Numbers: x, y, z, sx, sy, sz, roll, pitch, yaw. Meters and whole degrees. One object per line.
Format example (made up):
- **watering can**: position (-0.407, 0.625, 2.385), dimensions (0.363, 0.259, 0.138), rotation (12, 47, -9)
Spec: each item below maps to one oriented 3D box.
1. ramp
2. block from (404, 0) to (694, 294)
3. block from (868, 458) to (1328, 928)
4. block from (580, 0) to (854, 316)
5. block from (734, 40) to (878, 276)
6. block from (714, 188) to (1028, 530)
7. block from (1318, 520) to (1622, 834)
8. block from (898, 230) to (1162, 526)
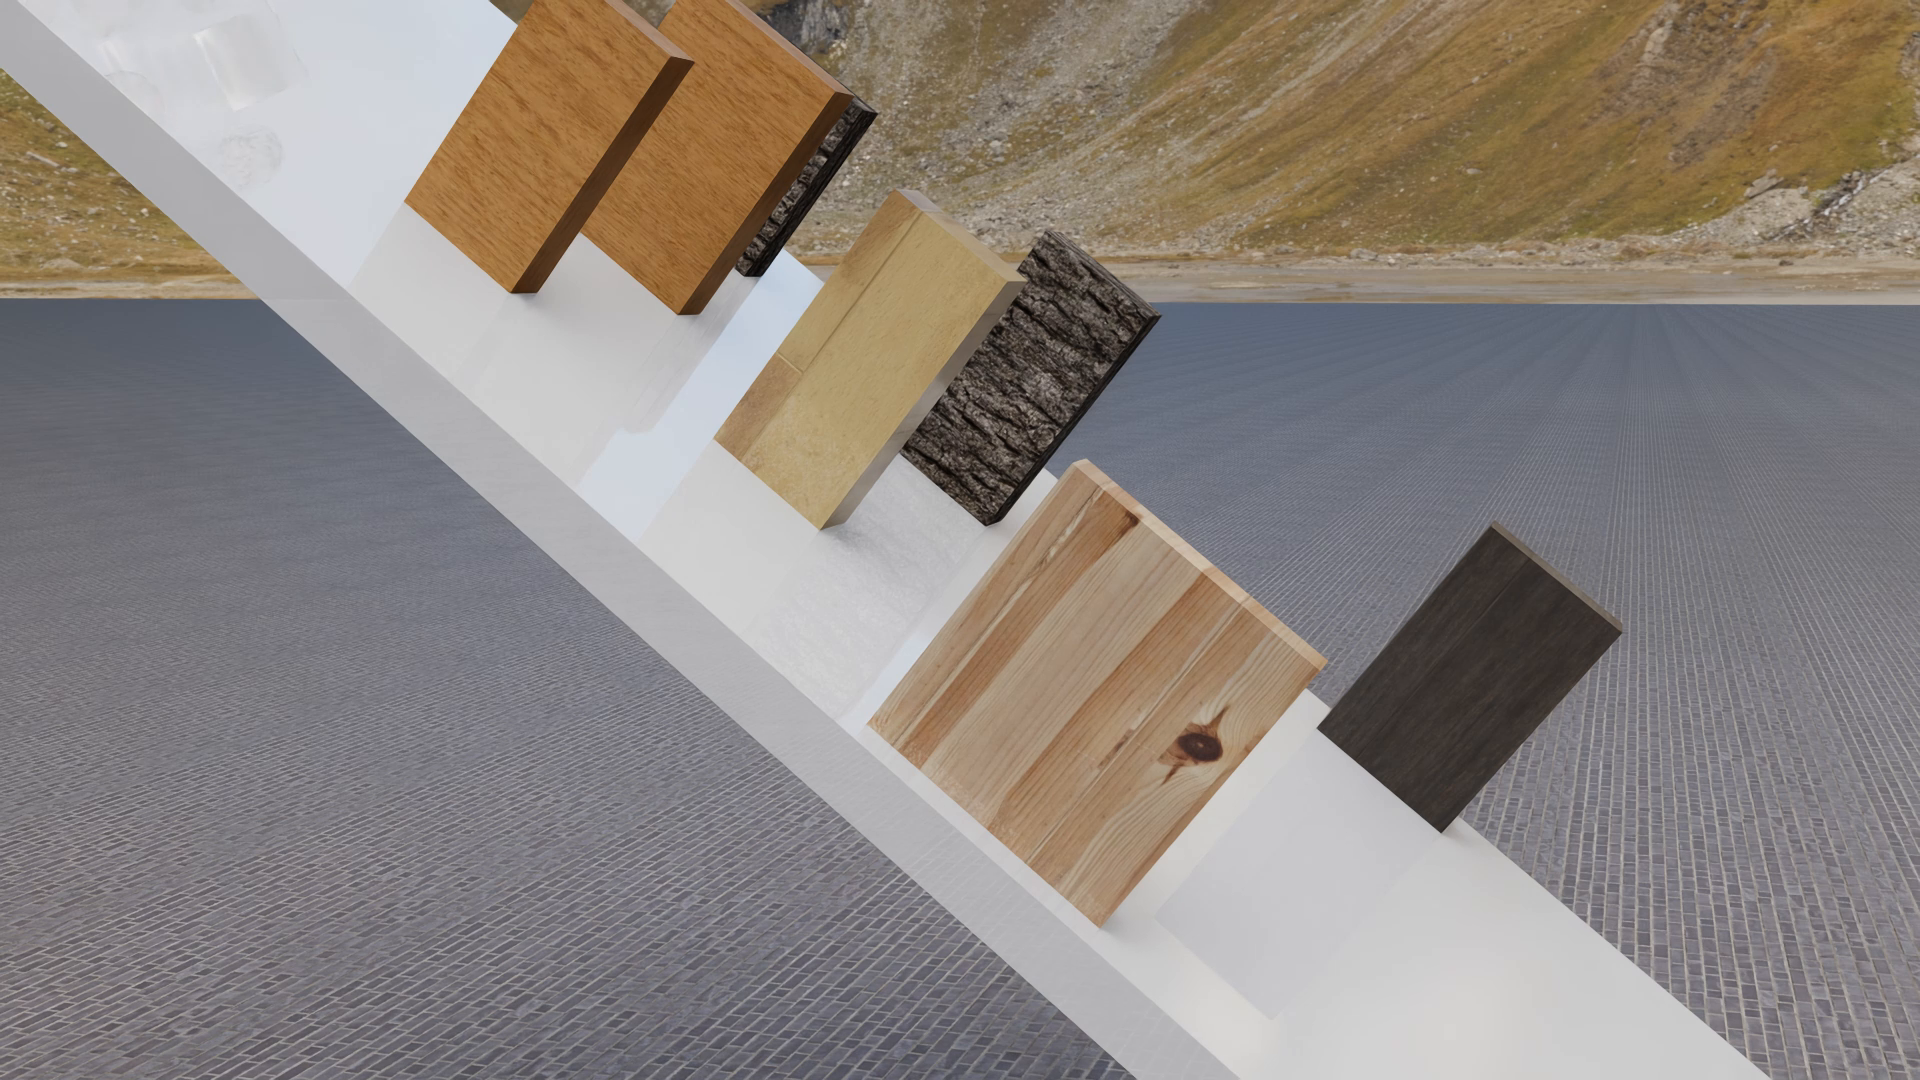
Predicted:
- **ramp**: position (-0.025, 0.078, 4.052), dimensions (4.000, 0.100, 2.000), rotation (40, 16, 9)
- **block**: position (-0.686, -0.679, 3.659), dimensions (0.248, 0.483, 0.097), rotation (40, 16, 9)
- **block**: position (0.185, 0.214, 3.068), dimensions (0.436, 0.483, 0.081), rotation (40, 16, 9)
- **block**: position (-0.499, -0.743, 4.171), dimensions (0.355, 0.521, 0.106), rotation (40, 16, 9)
- **block**: position (-0.413, -0.817, 4.712), dimensions (0.254, 0.438, 0.103), rotation (40, 16, 9)
- **block**: position (-0.152, -0.301, 3.684), dimensions (0.243, 0.527, 0.126), rotation (40, 16, 9)
- **block**: position (1.067, 0.287, 4.619), dimensions (0.338, 0.564, 0.122), rotation (40, 16, 9)
- **block**: position (0.124, -0.316, 4.323), dimensions (0.262, 0.526, 0.114), rotation (40, 16, 9)
